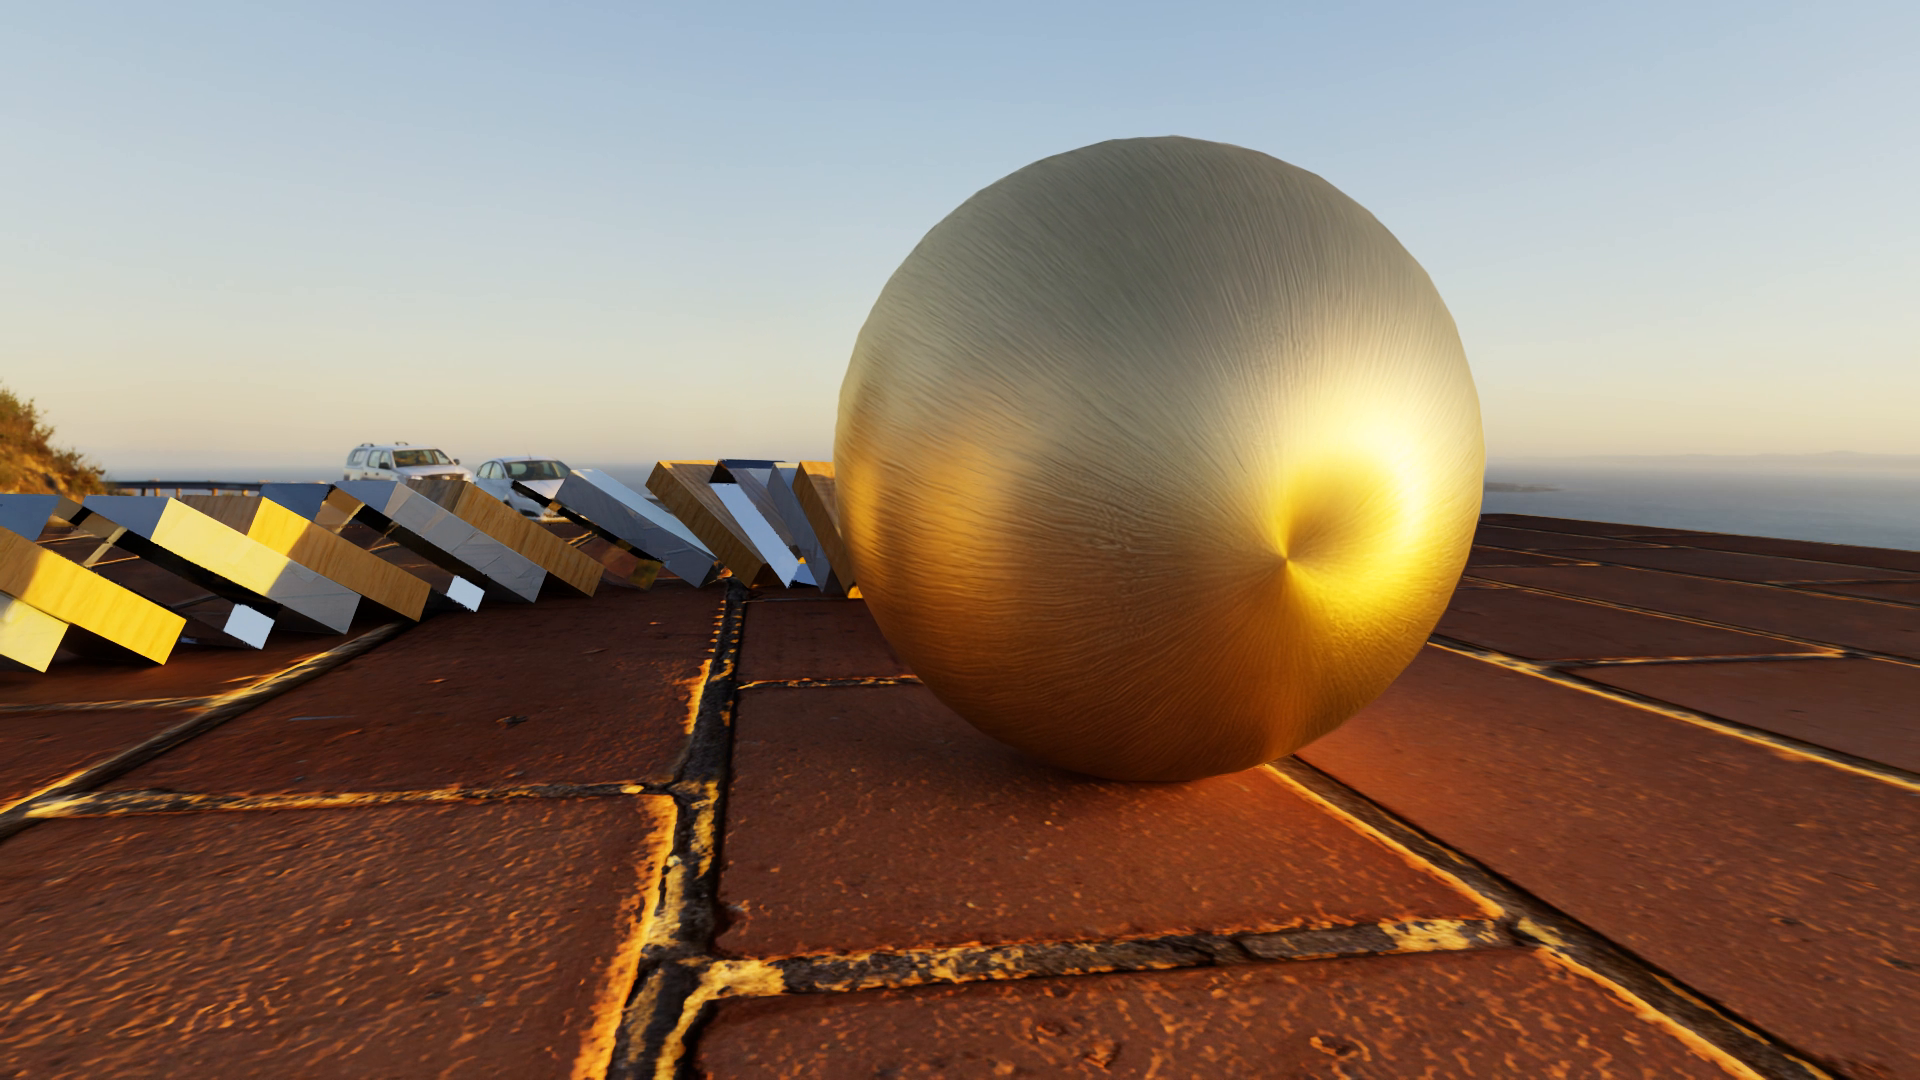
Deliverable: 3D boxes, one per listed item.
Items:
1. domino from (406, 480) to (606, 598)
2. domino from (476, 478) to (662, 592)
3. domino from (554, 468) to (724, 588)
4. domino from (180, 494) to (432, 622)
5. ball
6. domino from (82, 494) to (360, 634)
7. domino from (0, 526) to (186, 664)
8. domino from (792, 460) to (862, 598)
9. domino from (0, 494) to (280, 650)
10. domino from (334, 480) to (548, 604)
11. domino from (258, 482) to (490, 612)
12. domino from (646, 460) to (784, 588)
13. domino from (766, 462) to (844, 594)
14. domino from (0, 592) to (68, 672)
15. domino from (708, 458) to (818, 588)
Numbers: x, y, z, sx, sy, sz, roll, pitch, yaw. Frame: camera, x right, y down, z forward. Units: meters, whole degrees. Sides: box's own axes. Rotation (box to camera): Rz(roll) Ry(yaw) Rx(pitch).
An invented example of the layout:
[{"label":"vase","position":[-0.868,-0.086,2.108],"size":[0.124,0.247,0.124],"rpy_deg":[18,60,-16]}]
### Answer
[{"label":"domino","position":[-0.123,0.000,0.346],"size":[0.025,0.010,0.050],"rpy_deg":[3,-25,34]},{"label":"domino","position":[-0.113,-0.001,0.366],"size":[0.050,0.009,0.025],"rpy_deg":[34,-19,-37]},{"label":"domino","position":[-0.095,-0.004,0.389],"size":[0.050,0.010,0.025],"rpy_deg":[32,4,-1]},{"label":"domino","position":[-0.149,0.005,0.292],"size":[0.025,0.010,0.050],"rpy_deg":[2,-23,24]},{"label":"ball","position":[0.024,-0.010,0.164],"size":[0.080,0.080,0.080],"rpy_deg":[0,4,0]},{"label":"domino","position":[-0.156,0.006,0.272],"size":[0.025,0.010,0.050],"rpy_deg":[2,-24,23]},{"label":"domino","position":[-0.172,0.008,0.234],"size":[0.025,0.010,0.050],"rpy_deg":[2,-27,23]},{"label":"domino","position":[-0.028,-0.004,0.365],"size":[0.025,0.009,0.050],"rpy_deg":[1,39,-30]},{"label":"domino","position":[-0.164,0.007,0.252],"size":[0.025,0.010,0.050],"rpy_deg":[2,-26,23]},{"label":"domino","position":[-0.134,0.001,0.329],"size":[0.025,0.010,0.050],"rpy_deg":[2,-26,32]},{"label":"domino","position":[-0.142,0.002,0.312],"size":[0.025,0.010,0.050],"rpy_deg":[2,-26,29]},{"label":"domino","position":[-0.071,-0.006,0.396],"size":[0.050,0.009,0.025],"rpy_deg":[42,22,21]},{"label":"domino","position":[-0.037,-0.004,0.379],"size":[0.025,0.010,0.050],"rpy_deg":[-1,39,-31]},{"label":"domino","position":[-0.181,0.008,0.214],"size":[0.025,0.010,0.050],"rpy_deg":[0,-28,19]},{"label":"domino","position":[-0.053,-0.006,0.390],"size":[0.025,0.010,0.050],"rpy_deg":[-2,40,-46]}]
